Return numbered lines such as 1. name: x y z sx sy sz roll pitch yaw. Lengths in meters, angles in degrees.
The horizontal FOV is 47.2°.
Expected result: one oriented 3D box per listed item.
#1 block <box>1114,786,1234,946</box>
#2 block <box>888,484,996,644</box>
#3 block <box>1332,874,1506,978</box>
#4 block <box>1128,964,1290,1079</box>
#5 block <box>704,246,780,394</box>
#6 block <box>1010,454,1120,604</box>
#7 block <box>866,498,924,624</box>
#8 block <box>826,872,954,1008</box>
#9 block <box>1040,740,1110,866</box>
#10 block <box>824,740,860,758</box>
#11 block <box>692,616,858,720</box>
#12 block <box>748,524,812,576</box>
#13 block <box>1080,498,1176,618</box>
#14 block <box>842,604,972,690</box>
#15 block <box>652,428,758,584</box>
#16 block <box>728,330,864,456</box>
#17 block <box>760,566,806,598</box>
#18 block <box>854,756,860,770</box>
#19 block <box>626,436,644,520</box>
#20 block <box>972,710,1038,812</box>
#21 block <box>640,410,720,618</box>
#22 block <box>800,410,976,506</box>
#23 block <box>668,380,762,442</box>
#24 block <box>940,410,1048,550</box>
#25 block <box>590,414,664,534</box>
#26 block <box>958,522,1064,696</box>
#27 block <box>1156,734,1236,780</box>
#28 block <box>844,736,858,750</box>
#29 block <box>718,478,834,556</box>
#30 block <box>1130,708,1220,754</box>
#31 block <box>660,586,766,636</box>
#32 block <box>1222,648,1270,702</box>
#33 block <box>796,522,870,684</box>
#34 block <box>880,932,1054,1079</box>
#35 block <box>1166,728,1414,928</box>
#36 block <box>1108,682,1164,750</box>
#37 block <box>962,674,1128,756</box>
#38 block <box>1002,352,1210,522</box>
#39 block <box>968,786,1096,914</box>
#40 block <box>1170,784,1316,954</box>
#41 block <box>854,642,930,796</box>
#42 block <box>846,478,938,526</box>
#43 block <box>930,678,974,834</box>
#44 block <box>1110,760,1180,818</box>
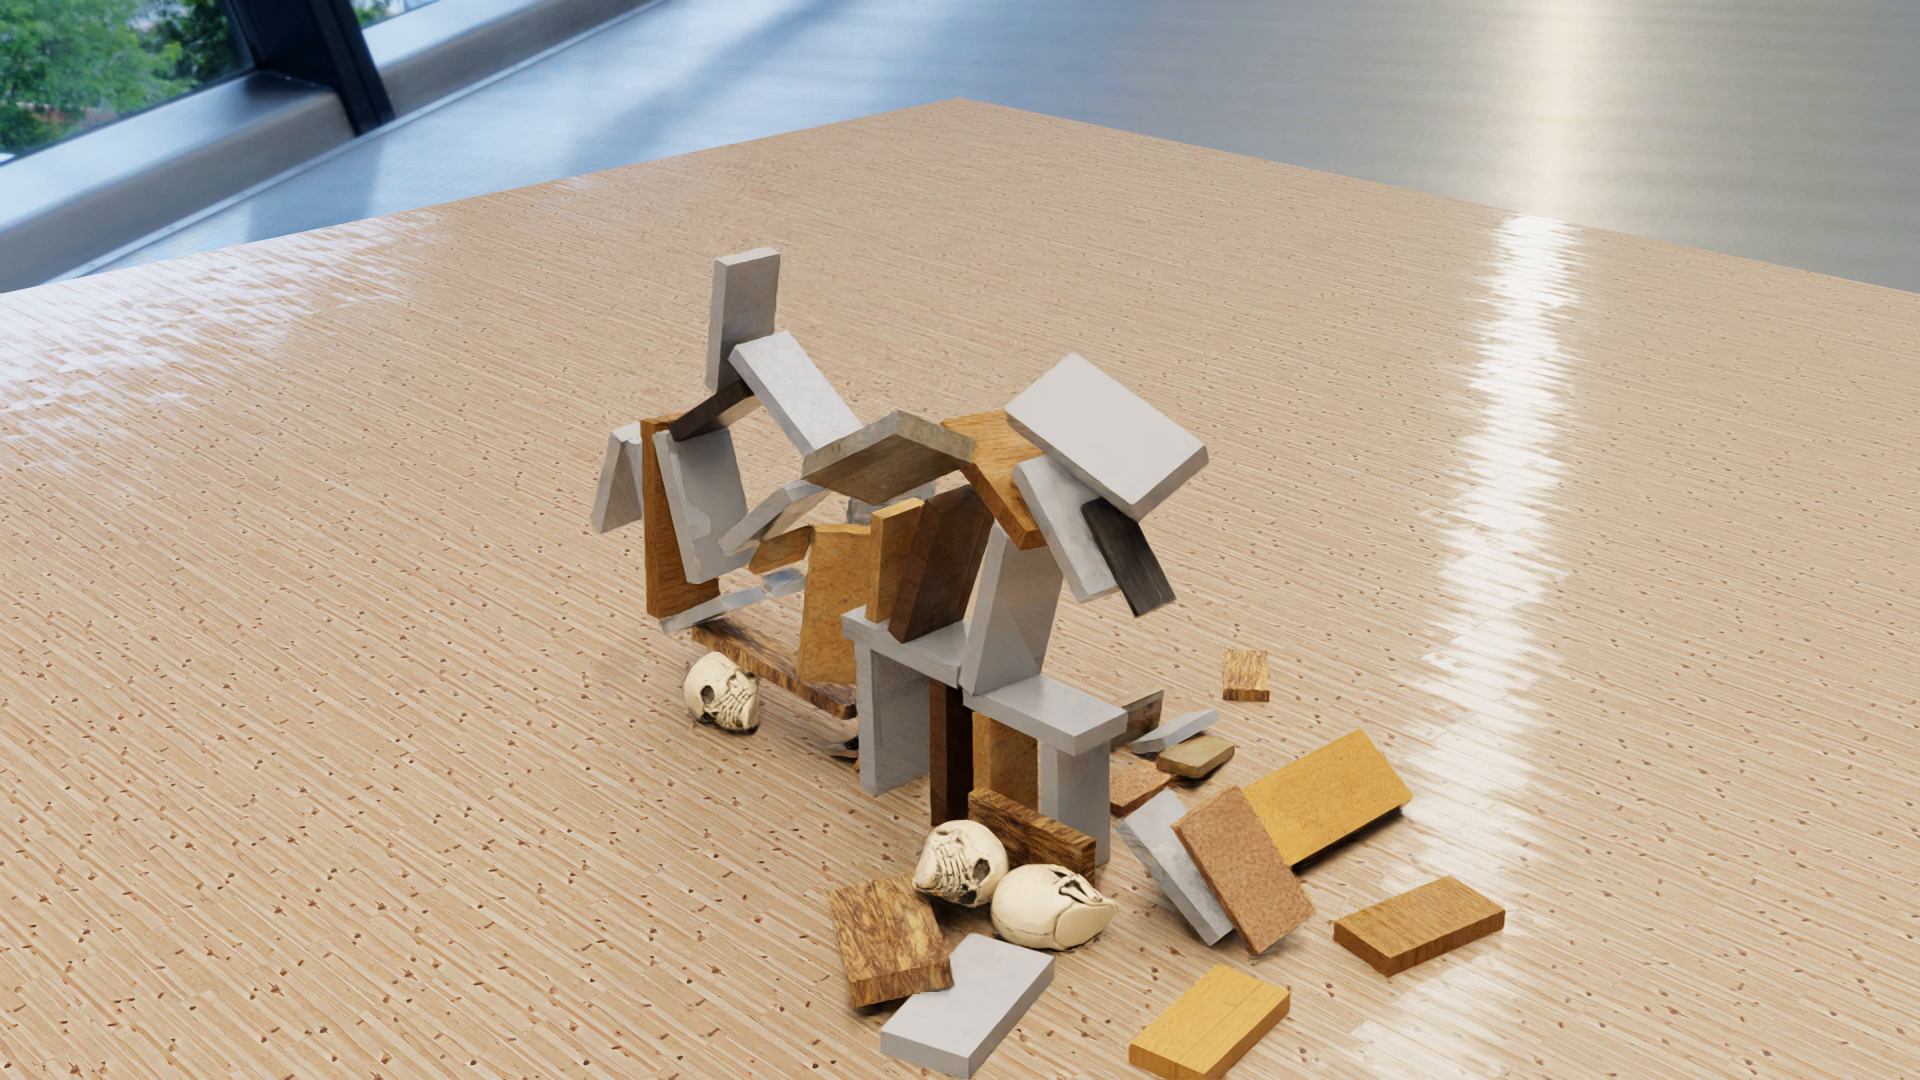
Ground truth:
1. block: 0.422 0.601 4.058 0.138 0.039 0.275 -29 75 -41
2. block: -0.029 0.041 4.271 0.165 0.330 0.047 -21 51 -40
3. block: 0.845 0.707 4.042 0.290 0.041 0.145 -14 27 -30
4. block: 0.428 0.830 3.751 0.145 0.041 0.290 16 28 33
5. block: -0.448 -0.453 4.530 0.040 0.284 0.142 31 36 35
6. block: 0.215 -0.029 3.957 0.138 0.039 0.275 -17 72 -31
7. block: -0.129 0.041 4.386 0.117 0.234 0.033 -21 37 -41
8. block: -0.129 0.712 3.947 0.176 0.050 0.352 -11 19 -6
9. block: 0.222 0.501 4.202 0.147 0.293 0.042 -21 28 -40
10. block: -0.232 0.442 4.659 0.054 0.015 0.109 -21 13 -40
11. block: -0.379 0.275 4.776 0.490 0.033 0.117 24 24 38
12. block: -0.374 0.022 4.612 0.157 0.022 0.078 -17 38 42
13. block: 0.298 0.024 3.905 0.078 0.022 0.224 -21 73 -17
14. block: -0.063 0.196 4.385 0.166 0.047 0.333 -21 31 -40
15. block: -0.551 -0.091 4.784 0.167 0.335 0.047 -23 17 -40
16. block: -0.329 -0.293 4.456 0.144 0.041 0.287 -22 66 -41
17. block: -0.368 0.089 4.627 0.078 0.022 0.157 -16 11 -12
18. block: -0.180 0.438 4.600 0.054 0.109 0.015 -21 63 -40
19. block: -0.650 -0.106 4.930 0.142 0.284 0.040 -24 25 -34
20. block: 0.090 0.451 4.320 0.042 0.293 0.147 17 28 38
21. block: -0.618 -0.059 4.872 0.167 0.445 0.047 -15 23 -41
22. block: -0.137 -0.149 4.080 0.167 0.047 0.340 20 -23 -29
23. block: -0.478 -0.284 4.613 0.144 0.041 0.287 -21 -3 -41
24. block: 0.108 -0.116 4.085 0.165 0.047 0.330 -10 45 -29
25. block: -0.748 -0.149 5.000 0.142 0.284 0.040 -23 57 -39
26. block: 0.108 0.116 4.146 0.165 0.376 0.047 -15 43 -33
27. block: 0.496 0.453 4.621 0.094 0.027 0.187 14 17 29
28. block: -0.192 0.408 4.598 0.054 0.015 0.109 -21 -8 -40
29. block: -0.375 -0.059 4.585 0.144 0.041 0.287 -23 -8 -41
30. block: 0.463 0.410 4.711 0.187 0.027 0.094 -23 5 -42
31. block: -0.550 0.157 4.883 0.117 0.033 0.234 -15 -5 -46
32. block: 0.649 0.307 4.999 0.102 0.029 0.204 2 23 6
33. block: -0.234 0.133 4.532 0.167 0.335 0.047 2 21 -13
34. block: 0.016 0.803 3.808 0.167 0.047 0.334 12 26 25
35. block: 0.623 0.551 4.282 0.642 0.050 0.176 -20 65 -39
36. block: 0.351 0.386 4.717 0.204 0.102 0.029 -19 37 -37
37. block: 0.161 0.321 4.195 0.147 0.042 0.293 -20 30 -40
38. block: 0.259 -0.189 3.938 0.176 0.050 0.352 -40 52 -15
39. block: 0.134 0.589 4.187 0.290 0.145 0.041 21 31 40
40. block: 0.514 0.595 3.989 0.138 0.275 0.039 -33 2 -17
41. block: -0.133 0.344 4.523 0.166 0.333 0.047 -21 29 -40
42. block: -0.155 -0.014 4.577 0.167 0.334 0.047 4 15 -23
43. block: 0.016 0.402 4.386 0.167 0.333 0.047 -21 31 -41
44. block: 0.356 0.510 4.524 0.094 0.027 0.187 20 30 40
